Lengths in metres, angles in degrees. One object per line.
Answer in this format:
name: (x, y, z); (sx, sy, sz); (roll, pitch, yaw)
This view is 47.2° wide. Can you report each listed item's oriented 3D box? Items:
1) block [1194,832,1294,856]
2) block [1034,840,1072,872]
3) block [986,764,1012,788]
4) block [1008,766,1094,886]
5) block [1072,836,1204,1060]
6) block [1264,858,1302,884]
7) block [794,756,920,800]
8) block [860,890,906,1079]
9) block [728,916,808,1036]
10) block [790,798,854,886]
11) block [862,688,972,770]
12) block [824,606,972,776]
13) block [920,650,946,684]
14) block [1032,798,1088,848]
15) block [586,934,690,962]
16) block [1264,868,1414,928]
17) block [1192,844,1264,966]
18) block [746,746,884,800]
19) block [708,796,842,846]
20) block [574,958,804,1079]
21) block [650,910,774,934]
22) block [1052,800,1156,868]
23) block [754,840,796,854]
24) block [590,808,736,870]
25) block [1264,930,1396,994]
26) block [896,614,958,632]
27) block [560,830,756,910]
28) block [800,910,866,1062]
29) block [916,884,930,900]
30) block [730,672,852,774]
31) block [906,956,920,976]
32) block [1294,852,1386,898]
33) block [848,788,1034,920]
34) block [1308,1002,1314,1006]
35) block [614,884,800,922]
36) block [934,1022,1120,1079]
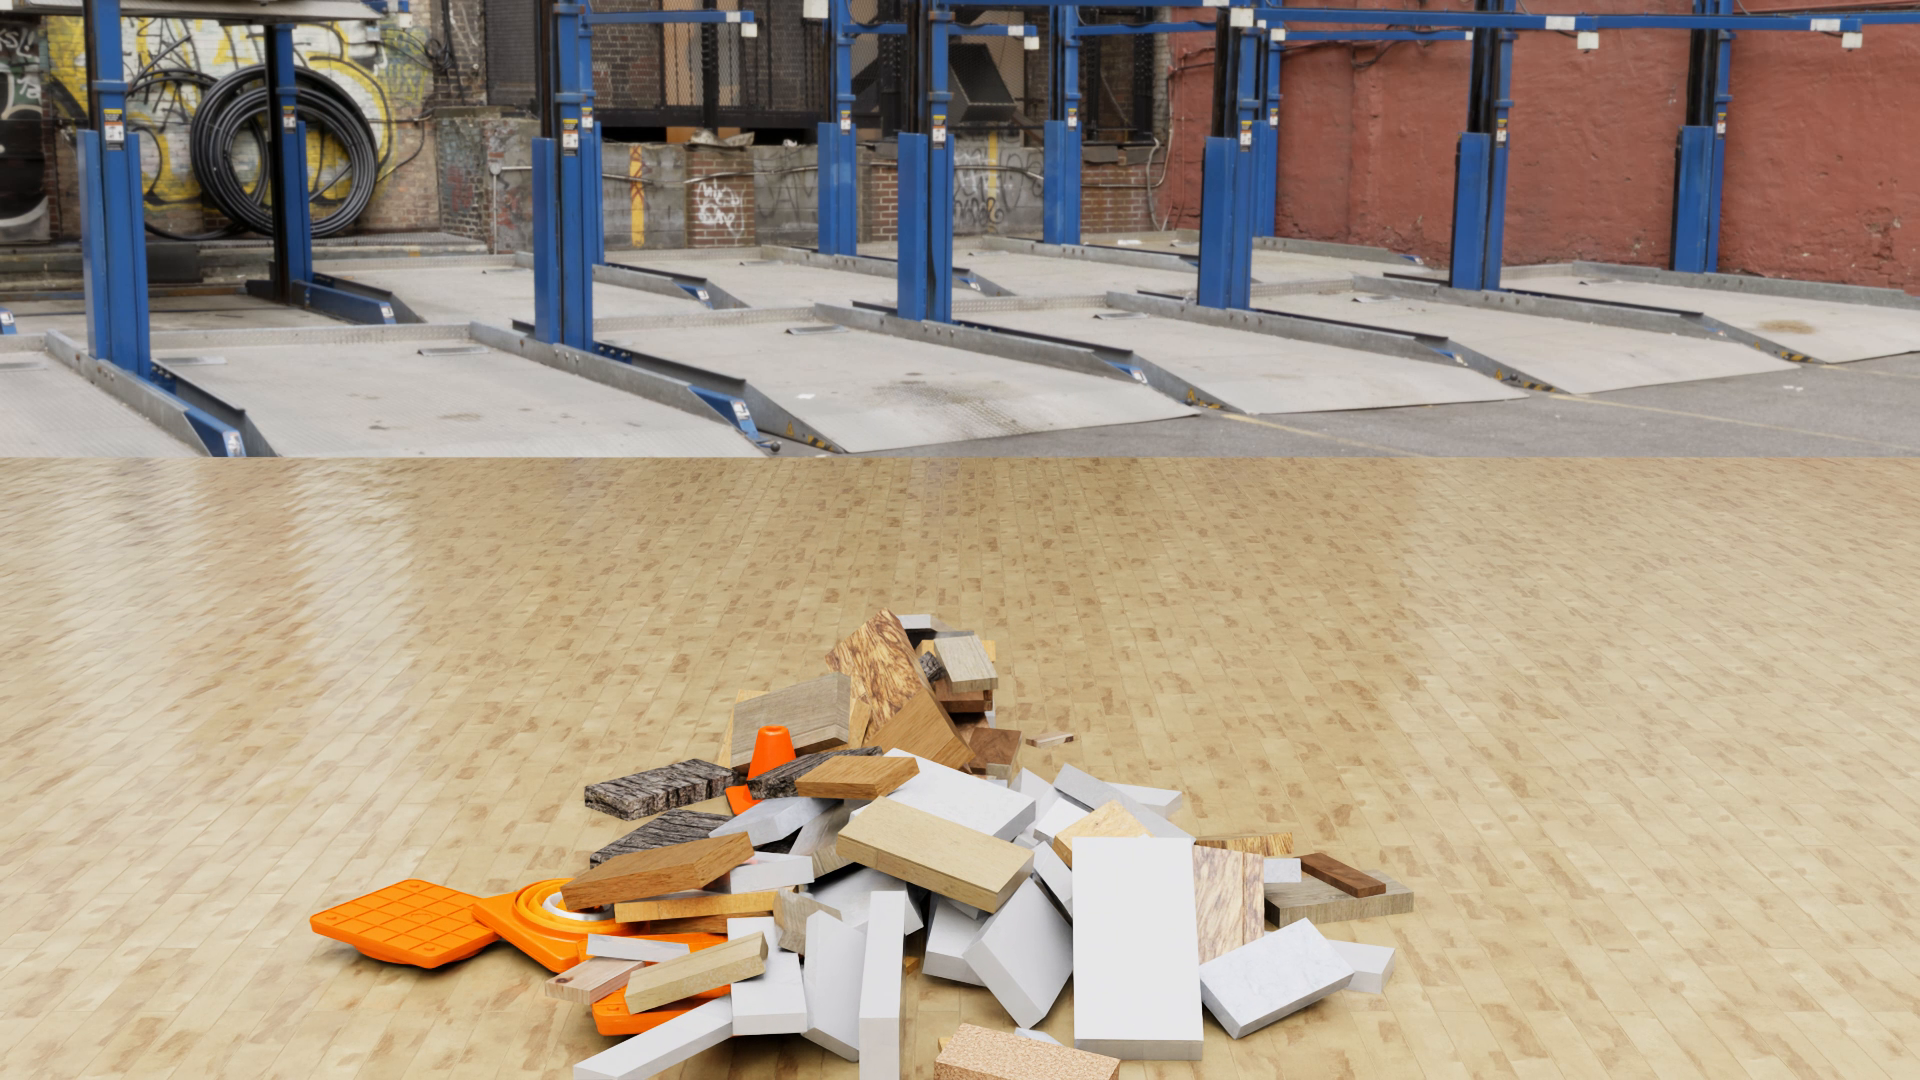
block: (0.456, 0.523, 3.747); (0.121, 0.034, 0.242); (-4, -6, -21)
block: (0.195, 0.515, 3.644); (0.065, 0.018, 0.232); (37, 11, 22)
block: (0.071, 0.464, 4.091); (0.046, 0.093, 0.013); (3, 6, 16)
block: (0.160, 0.507, 3.762); (0.166, 0.047, 0.395); (32, 10, -3)
block: (0.248, 0.575, 3.121); (0.174, 0.049, 0.348); (0, 43, 2)
block: (0.430, 0.538, 3.559); (0.130, 0.037, 0.260); (2, -10, -21)
block: (-0.169, 0.388, 3.597); (0.197, 0.028, 0.099); (-5, 18, 46)
block: (-0.101, 0.633, 2.958); (0.049, 0.174, 0.460); (0, 11, 0)
block: (-0.273, 0.604, 3.075); (0.096, 0.027, 0.419); (-1, 8, -7)
block: (-0.203, 0.492, 3.736); (0.138, 0.039, 0.511); (-23, 2, 2)
block: (-0.081, 0.377, 3.922); (0.167, 0.047, 0.333); (-44, 15, 1)
block: (-0.125, 0.330, 4.195); (0.163, 0.046, 0.518); (-39, 35, 8)
block: (-0.130, 0.319, 4.348); (0.018, 0.235, 0.064); (45, 1, -35)
block: (0.208, 0.481, 3.516); (0.164, 0.023, 0.082); (27, 44, 18)
block: (-0.465, 0.590, 3.173); (0.145, 0.021, 0.072); (8, -4, -9)
block: (0.604, 0.586, 3.597); (0.242, 0.034, 0.121); (-4, 11, -19)
block: (0.382, 0.571, 3.271); (0.135, 0.038, 0.269); (8, 39, 1)
block: (-0.260, 0.421, 3.961); (0.134, 0.038, 0.268); (-22, 4, -35)
block: (-0.310, 0.482, 3.923); (0.143, 0.040, 0.285); (-17, 4, 29)
block: (-0.292, 0.637, 3.006); (0.072, 0.021, 0.622); (5, 9, 31)
block: (-0.368, 0.582, 3.379); (0.198, 0.028, 0.099); (-7, -3, 31)
block: (0.280, 0.527, 3.434); (0.130, 0.037, 0.260); (-26, 53, -33)
block: (-0.228, 0.553, 3.807); (0.246, 0.023, 0.082); (4, 11, 20)
block: (-0.510, 0.537, 3.845); (0.143, 0.040, 0.285); (4, 11, 22)
block: (0.506, 0.635, 3.341); (0.289, 0.031, 0.111); (4, 11, 21)
block: (-0.081, 0.202, 4.897); (0.099, 0.028, 0.739); (-2, -5, 4)
block: (-0.466, 0.508, 3.376); (0.276, 0.039, 0.138); (-15, 5, 33)
block: (-0.171, 0.616, 3.042); (0.096, 0.027, 0.193); (35, 35, -29)
block: (-0.073, 0.538, 3.594); (0.096, 0.027, 0.193); (-48, 11, -16)
block: (-0.325, 0.350, 4.201); (0.268, 0.134, 0.038); (-19, -34, 34)
block: (-0.108, 0.649, 3.309); (0.052, 0.015, 0.103); (5, 12, 26)
block: (0.626, 0.554, 3.634); (0.056, 0.016, 0.178); (-5, 12, -27)
block: (-0.032, 0.488, 3.440); (0.269, 0.038, 0.135); (30, 29, 30)
block: (0.468, 0.659, 3.249); (0.124, 0.018, 0.062); (4, 11, 22)
block: (-0.385, 0.555, 3.366); (0.270, 0.028, 0.099); (-5, -3, 1)
block: (0.089, 0.701, 2.903); (0.222, 0.031, 0.111); (9, 18, 18)
